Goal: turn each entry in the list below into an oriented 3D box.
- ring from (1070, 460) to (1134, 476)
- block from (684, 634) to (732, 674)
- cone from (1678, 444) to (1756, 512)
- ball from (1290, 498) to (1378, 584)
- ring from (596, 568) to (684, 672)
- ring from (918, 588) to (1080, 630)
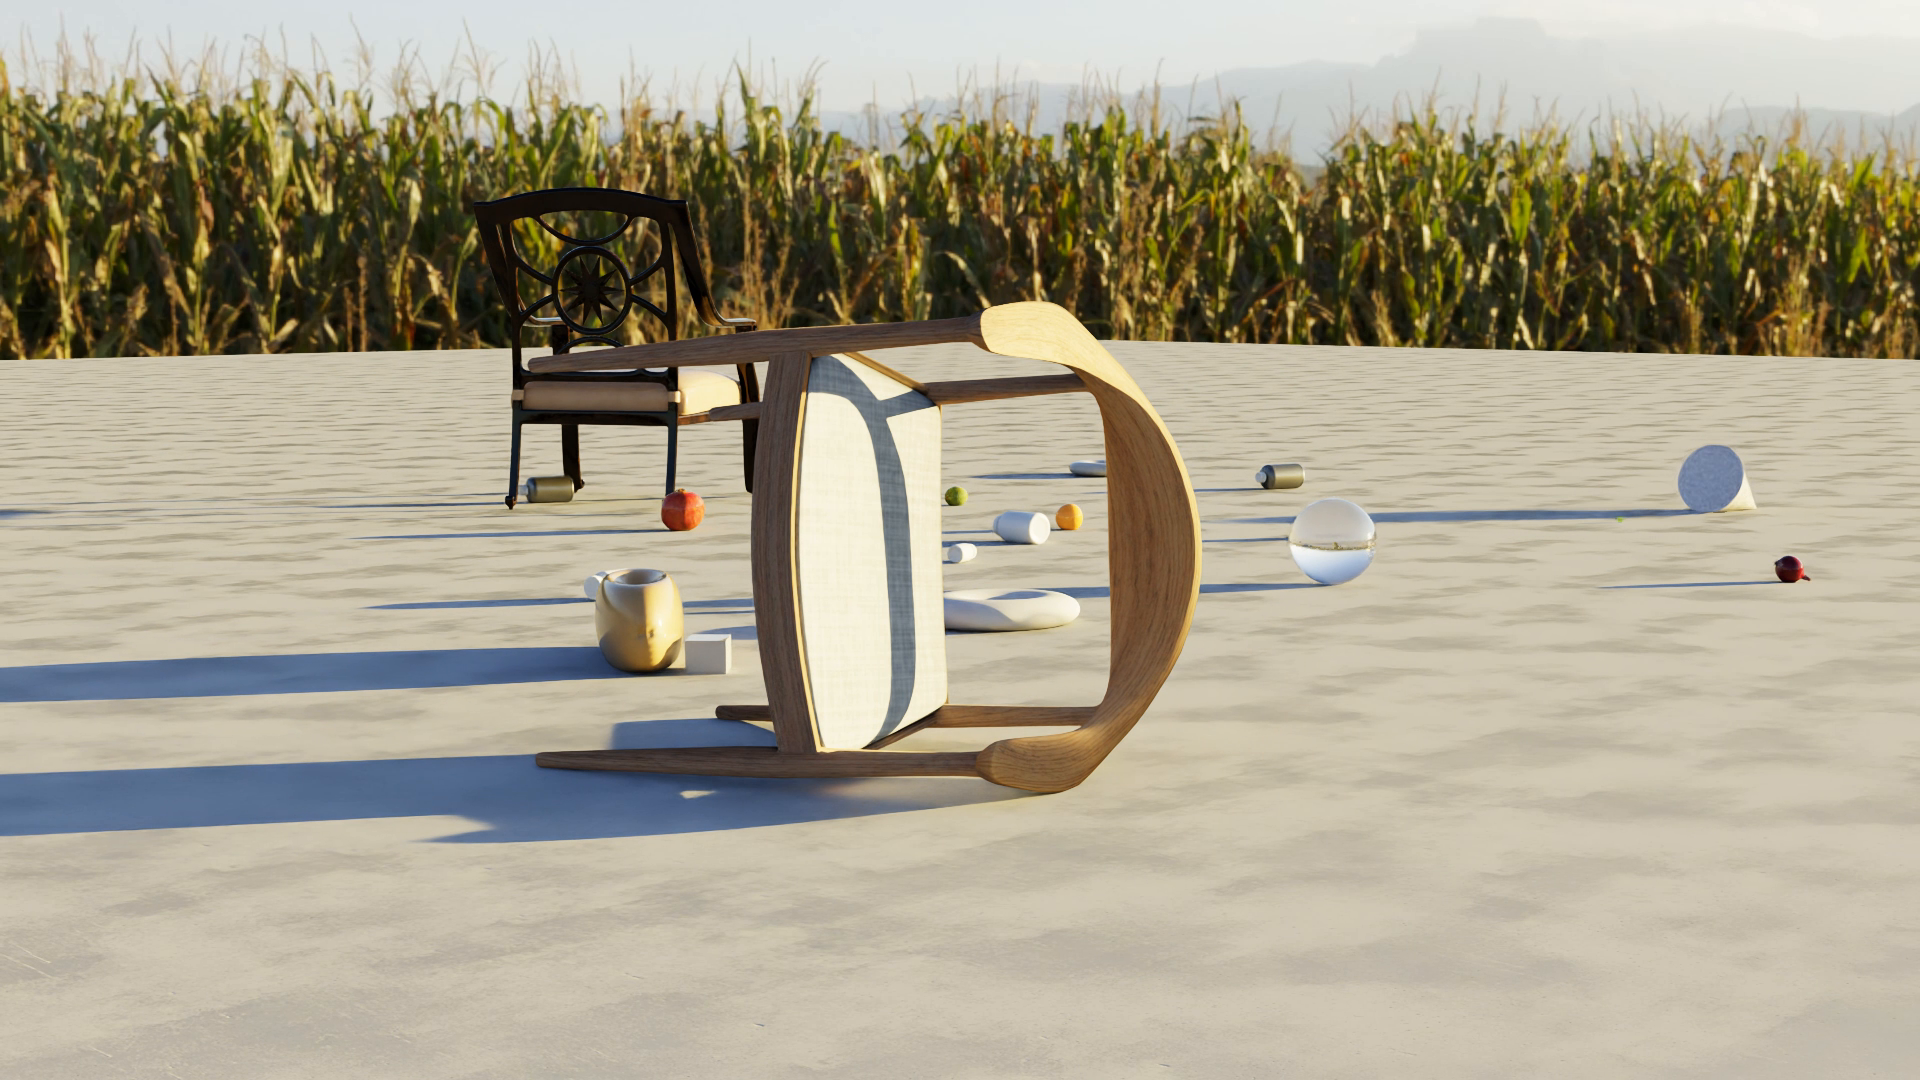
[{"bbox_3d":[0.468,-0.237,8.496,0.211,0.046,0.230,-2,7,-23],"label":"ring"},{"bbox_3d":[-0.421,0.191,4.288,0.068,0.056,0.075,0,6,1],"label":"block"},{"bbox_3d":[2.182,-0.131,7.237,0.187,0.197,0.299,29,14,-22],"label":"cone"},{"bbox_3d":[0.797,0.003,5.478,0.185,0.185,0.185,0,6,0],"label":"ball"},{"bbox_3d":[-0.550,0.135,4.398,0.150,0.147,0.435,-4,5,-9],"label":"ring"},{"bbox_3d":[0.075,0.132,4.856,0.317,0.058,0.242,-2,7,-23],"label":"ring"}]
